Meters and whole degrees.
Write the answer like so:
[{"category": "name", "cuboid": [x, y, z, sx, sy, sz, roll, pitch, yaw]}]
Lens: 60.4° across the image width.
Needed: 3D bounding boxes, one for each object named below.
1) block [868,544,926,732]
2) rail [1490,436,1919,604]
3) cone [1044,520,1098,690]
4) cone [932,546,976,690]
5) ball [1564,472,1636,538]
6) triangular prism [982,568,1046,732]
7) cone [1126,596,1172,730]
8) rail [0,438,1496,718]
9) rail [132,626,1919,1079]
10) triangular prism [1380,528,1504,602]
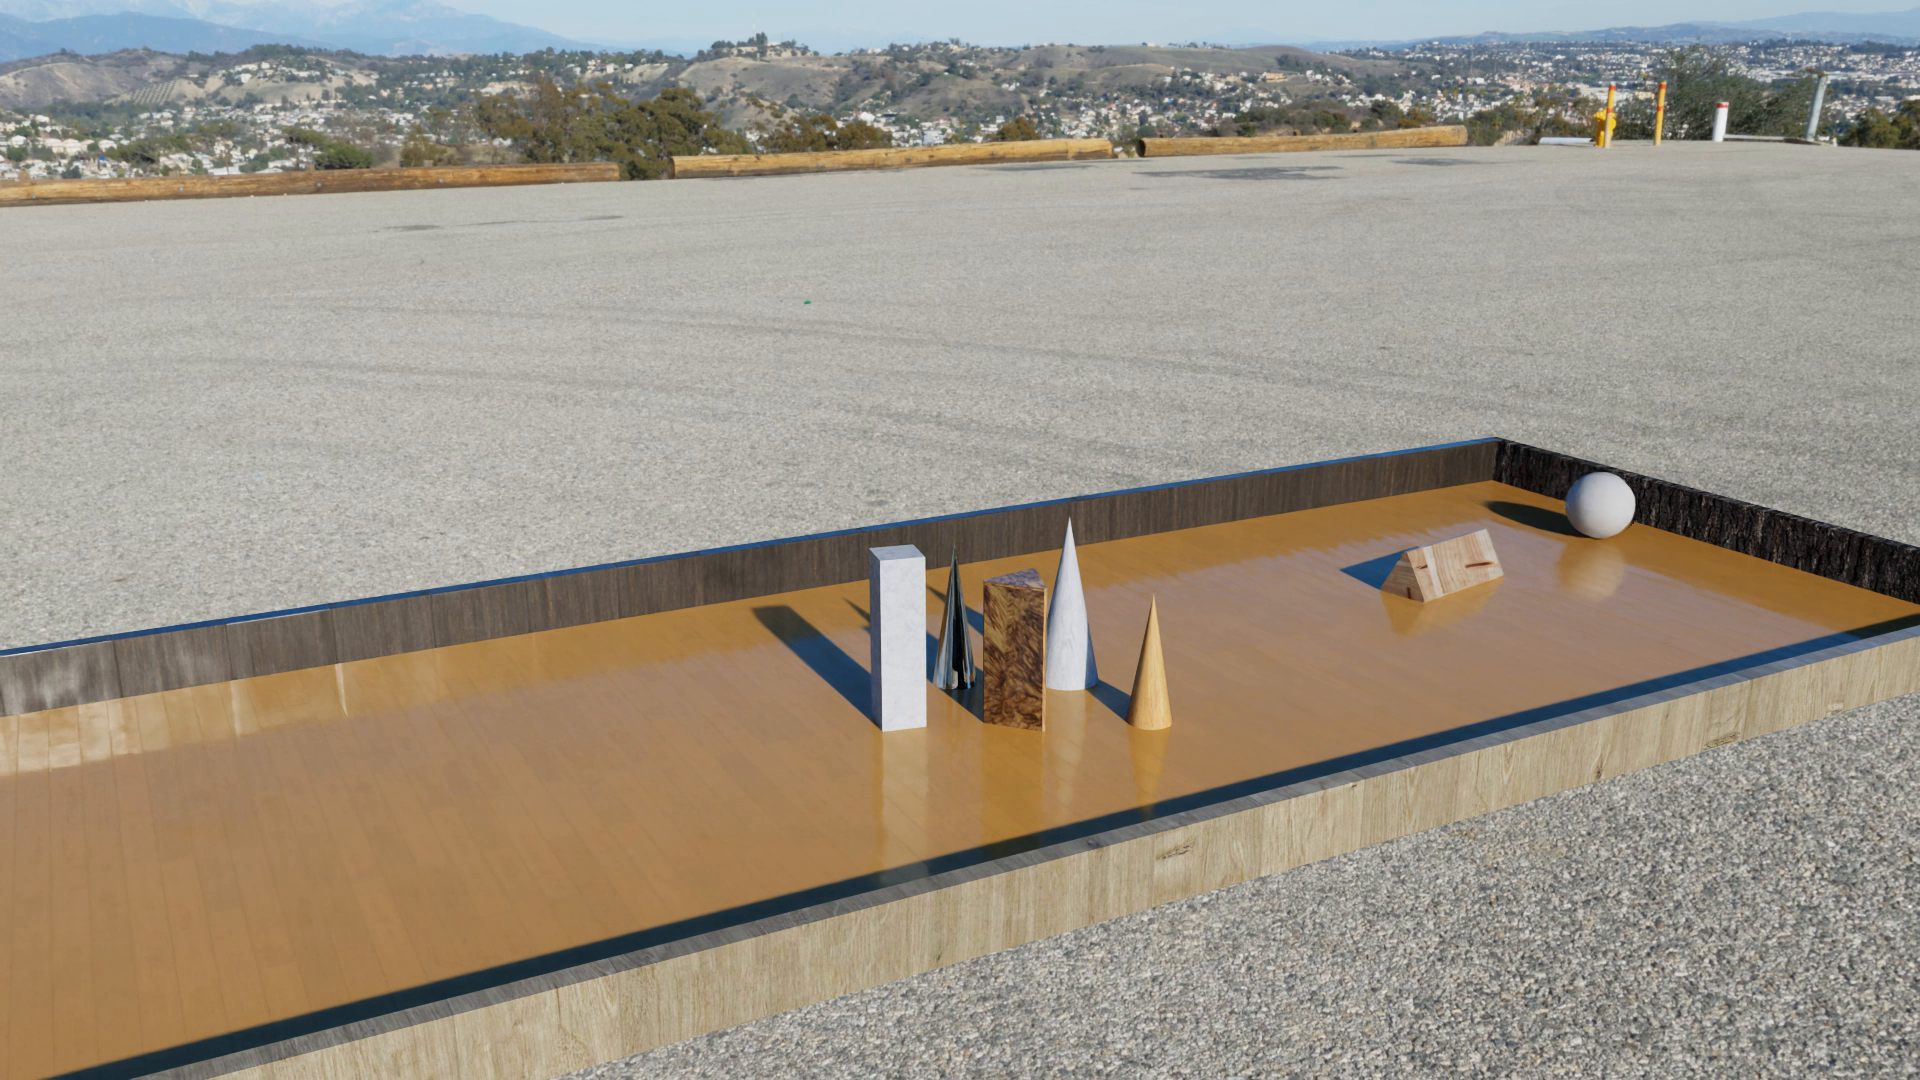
[{"category": "block", "cuboid": [-0.145, 0.228, 3.842, 0.106, 0.415, 0.106, -5, 17, -16]}, {"category": "rail", "cuboid": [2.466, -0.048, 5.253, 0.050, 0.150, 2.100, -9, 18, -27]}, {"category": "cone", "cuboid": [0.269, 0.146, 4.105, 0.161, 0.425, 0.161, 0, 16, 0]}, {"category": "cone", "cuboid": [-0.013, 0.183, 4.092, 0.113, 0.361, 0.113, 0, 16, 0]}, {"category": "ball", "cuboid": [2.081, -0.114, 5.363, 0.215, 0.215, 0.215, 0, 16, 0]}, {"category": "triangular prism", "cuboid": [0.149, 0.252, 3.875, 0.152, 0.350, 0.131, 6, 18, 21]}, {"category": "cone", "cuboid": [0.448, 0.275, 3.857, 0.111, 0.317, 0.111, 0, 16, 0]}, {"category": "rail", "cuboid": [-3.305, 0.497, 3.399, 12.000, 0.150, 0.050, -9, 18, -27]}, {"category": "rail", "cuboid": [-2.336, 1.006, 1.665, 12.000, 0.150, 0.050, -9, 18, -27]}, {"category": "triangular prism", "cuboid": [1.439, 0.062, 4.896, 0.399, 0.132, 0.153, -13, 21, -37]}]
